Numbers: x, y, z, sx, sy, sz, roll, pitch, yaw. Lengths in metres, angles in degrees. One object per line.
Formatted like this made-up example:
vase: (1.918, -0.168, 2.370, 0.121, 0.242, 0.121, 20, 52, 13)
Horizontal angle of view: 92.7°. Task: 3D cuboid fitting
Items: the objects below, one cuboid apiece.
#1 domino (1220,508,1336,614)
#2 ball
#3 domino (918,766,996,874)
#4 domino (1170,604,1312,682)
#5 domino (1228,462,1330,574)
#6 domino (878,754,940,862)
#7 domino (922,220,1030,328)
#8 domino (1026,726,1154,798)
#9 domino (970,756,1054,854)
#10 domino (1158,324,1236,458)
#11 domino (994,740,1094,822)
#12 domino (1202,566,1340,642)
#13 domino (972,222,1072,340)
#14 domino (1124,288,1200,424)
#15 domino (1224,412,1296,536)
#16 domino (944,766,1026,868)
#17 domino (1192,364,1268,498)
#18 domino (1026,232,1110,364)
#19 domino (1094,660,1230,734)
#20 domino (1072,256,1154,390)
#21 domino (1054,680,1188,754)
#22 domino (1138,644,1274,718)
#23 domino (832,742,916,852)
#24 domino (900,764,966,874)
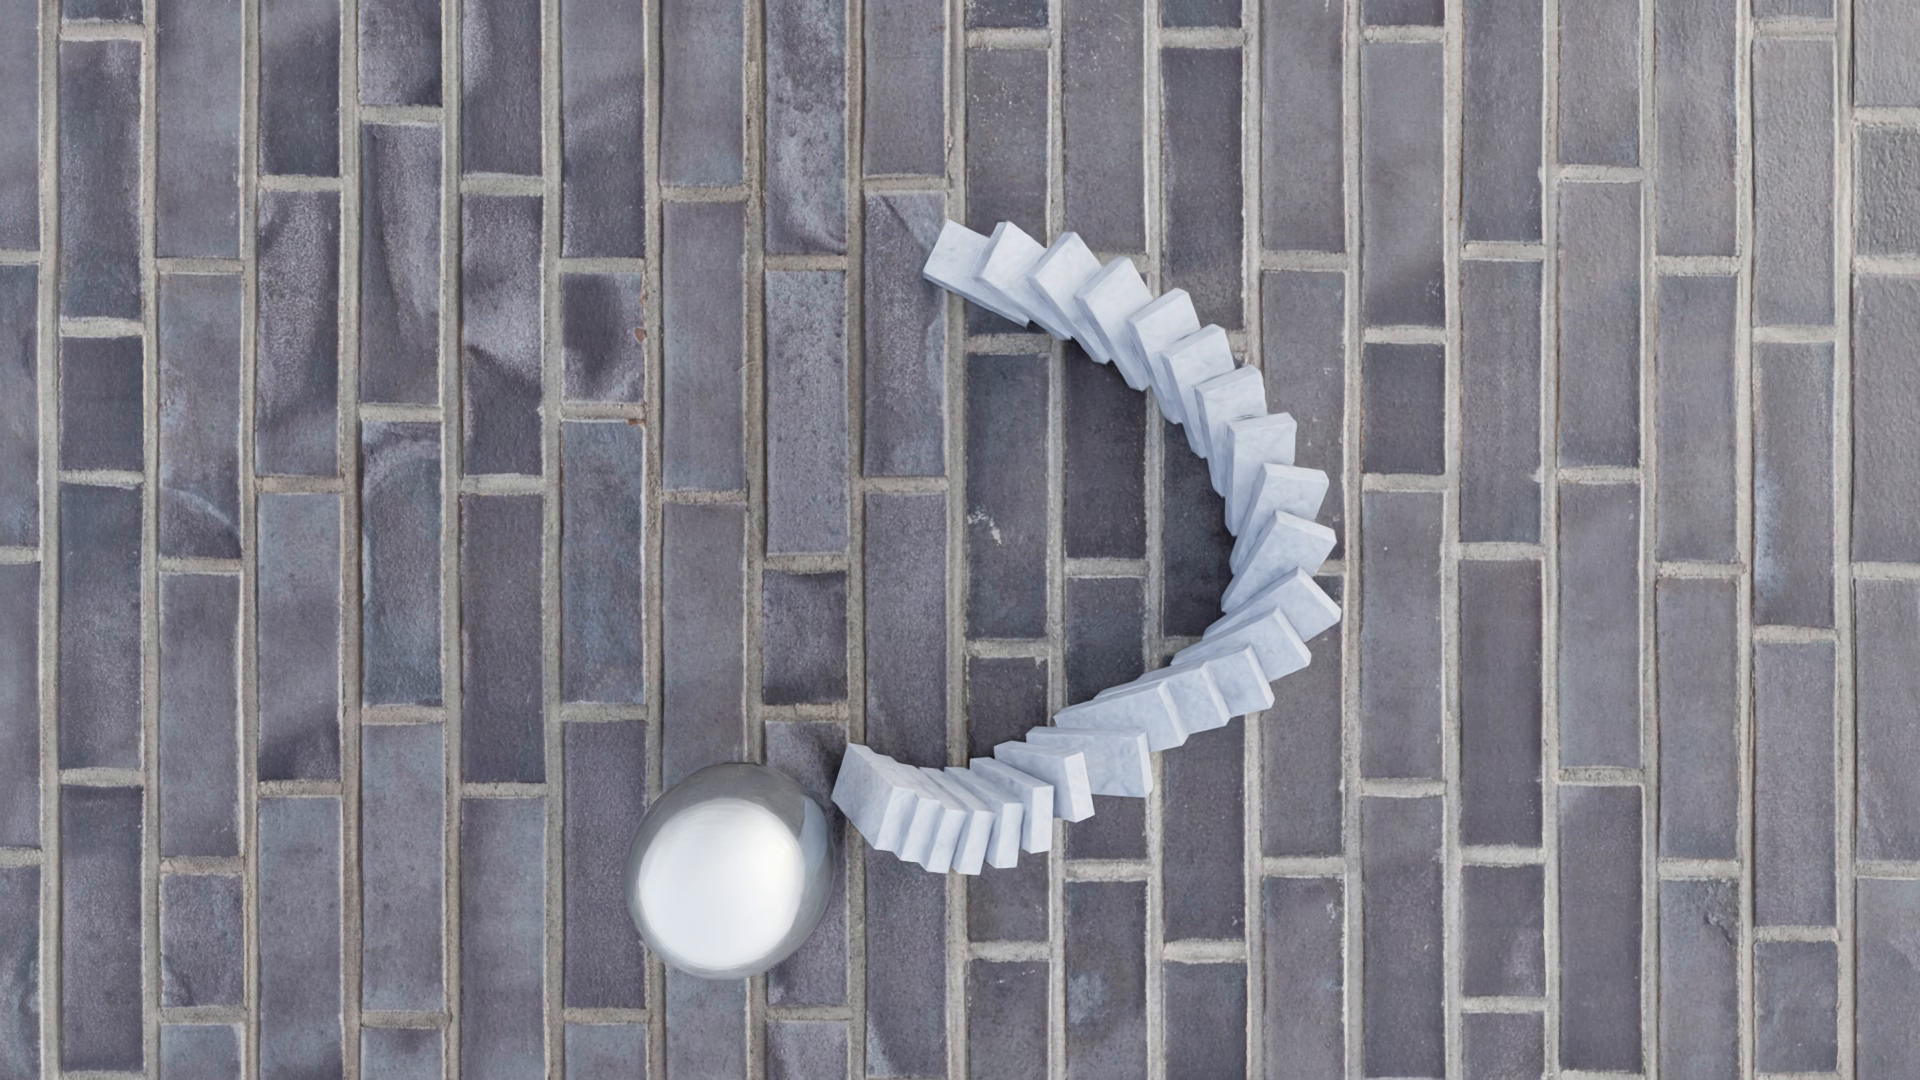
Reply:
domino: (0.132, 0.013, 0.381, 0.025, 0.009, 0.050, 20, 126, 0)
ball: (-0.089, 0.128, 0.360, 0.080, 0.080, 0.080, 0, 90, 0)
domino: (-0.005, 0.114, 0.376, 0.009, 0.050, 0.025, 14, 90, -29)
domino: (0.116, 0.050, 0.382, 0.050, 0.010, 0.025, -34, 92, 33)
domino: (0.132, -0.007, 0.382, 0.025, 0.009, 0.050, 8, 124, 0)
domino: (-0.027, 0.109, 0.376, 0.009, 0.050, 0.025, 18, 90, -29)
domino: (0.012, -0.115, 0.395, 0.050, 0.010, 0.025, 26, 90, 0)
domino: (0.054, 0.092, 0.382, 0.050, 0.009, 0.025, -5, 97, 31)
domino: (0.020, 0.107, 0.376, 0.010, 0.050, 0.025, 2, 90, -29)
domino: (0.103, -0.062, 0.383, 0.025, 0.010, 0.050, -28, 121, 0)
domino: (0.033, 0.098, 0.376, 0.009, 0.050, 0.025, -11, 90, -32)
domino: (0.129, 0.035, 0.382, 0.025, 0.010, 0.050, 46, 124, -2)
domino: (0.031, -0.108, 0.383, 0.050, 0.009, 0.025, 27, 89, -32)
domino: (0.090, -0.076, 0.383, 0.025, 0.010, 0.050, -32, 119, 0)
domino: (0.125, -0.027, 0.382, 0.025, 0.009, 0.050, -10, 124, 0)
domino: (0.008, 0.113, 0.376, 0.009, 0.050, 0.025, 8, 90, -29)
domino: (0.115, -0.045, 0.383, 0.025, 0.009, 0.050, -21, 121, 0)
domino: (0.052, -0.101, 0.383, 0.025, 0.010, 0.050, -47, 120, -1)
domino: (0.084, 0.070, 0.383, 0.050, 0.010, 0.025, -23, 91, 32)
domino: (0.071, -0.090, 0.383, 0.025, 0.010, 0.050, -42, 120, 0)
domino: (0.067, 0.078, 0.383, 0.050, 0.009, 0.025, -23, 90, 32)
domino: (0.102, 0.063, 0.382, 0.050, 0.010, 0.025, -23, 93, 32)
domino: (-0.037, 0.104, 0.376, 0.009, 0.050, 0.025, 18, 90, -29)
domino: (-0.016, 0.113, 0.376, 0.009, 0.050, 0.025, 18, 90, -29)
